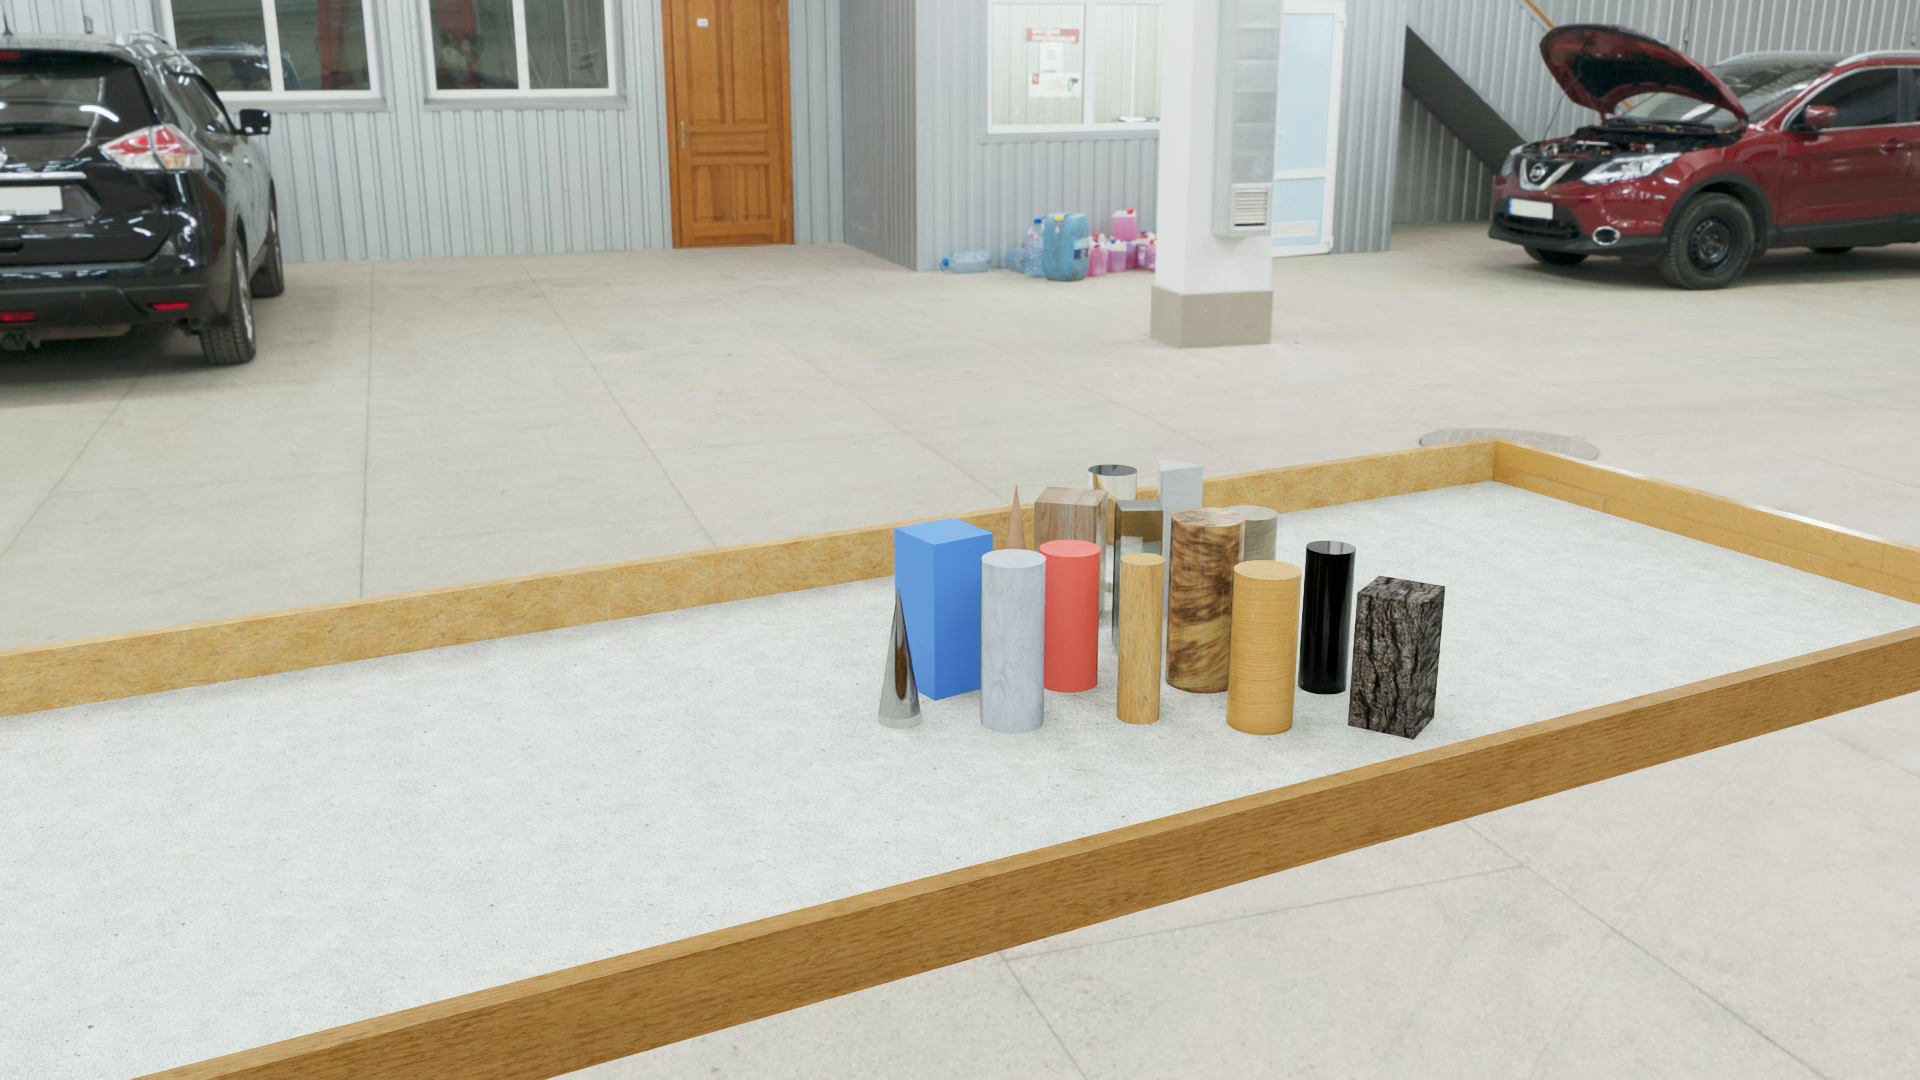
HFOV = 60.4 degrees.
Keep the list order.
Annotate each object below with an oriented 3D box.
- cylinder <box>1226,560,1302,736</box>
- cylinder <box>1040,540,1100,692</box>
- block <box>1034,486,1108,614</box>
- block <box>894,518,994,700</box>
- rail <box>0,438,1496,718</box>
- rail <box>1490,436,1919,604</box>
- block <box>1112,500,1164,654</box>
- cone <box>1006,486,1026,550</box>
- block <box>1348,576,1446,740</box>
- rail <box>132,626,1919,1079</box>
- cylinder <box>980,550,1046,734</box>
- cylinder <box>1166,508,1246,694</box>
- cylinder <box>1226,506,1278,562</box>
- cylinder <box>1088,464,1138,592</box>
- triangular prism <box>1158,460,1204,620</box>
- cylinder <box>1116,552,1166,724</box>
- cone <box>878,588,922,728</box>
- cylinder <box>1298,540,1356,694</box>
[{"bbox_3d":[0.706,0.250,3.836,0.154,0.377,0.154,0,16,0],"label":"cylinder"},{"bbox_3d":[0.270,0.188,4.095,0.150,0.350,0.150,0,16,0],"label":"cylinder"},{"bbox_3d":[0.306,0.046,4.585,0.172,0.347,0.172,4,17,14],"label":"block"},{"bbox_3d":[-0.040,0.168,4.080,0.173,0.397,0.173,-11,20,-33],"label":"block"},{"bbox_3d":[-3.305,0.497,3.399,12.000,0.150,0.050,-9,18,-27],"label":"rail"},{"bbox_3d":[2.466,-0.048,5.253,0.050,0.150,2.100,-9,18,-27],"label":"rail"},{"bbox_3d":[0.464,0.099,4.323,0.108,0.393,0.108,-1,16,-4],"label":"block"},{"bbox_3d":[0.146,0.067,4.333,0.137,0.448,0.137,0,16,0],"label":"cone"},{"bbox_3d":[1.019,0.271,3.851,0.157,0.327,0.157,10,19,31],"label":"block"},{"bbox_3d":[-2.336,1.006,1.665,12.000,0.150,0.050,-9,18,-27],"label":"rail"},{"bbox_3d":[0.123,0.235,3.839,0.149,0.403,0.149,0,16,0],"label":"cylinder"},{"bbox_3d":[0.607,0.148,4.092,0.180,0.428,0.180,0,16,0],"label":"cylinder"},{"bbox_3d":[0.753,0.105,4.345,0.149,0.367,0.149,0,16,0],"label":"cylinder"},{"bbox_3d":[0.445,-0.035,4.854,0.143,0.350,0.143,0,16,0],"label":"cylinder"},{"bbox_3d":[0.583,-0.006,4.613,0.136,0.429,0.117,-8,18,-25],"label":"triangular prism"},{"bbox_3d":[0.424,0.232,3.871,0.101,0.391,0.101,0,16,0],"label":"cylinder"},{"bbox_3d":[-0.142,0.264,3.858,0.107,0.338,0.107,0,16,0],"label":"cone"},{"bbox_3d":[0.903,0.191,4.066,0.119,0.361,0.119,0,16,0],"label":"cylinder"}]
